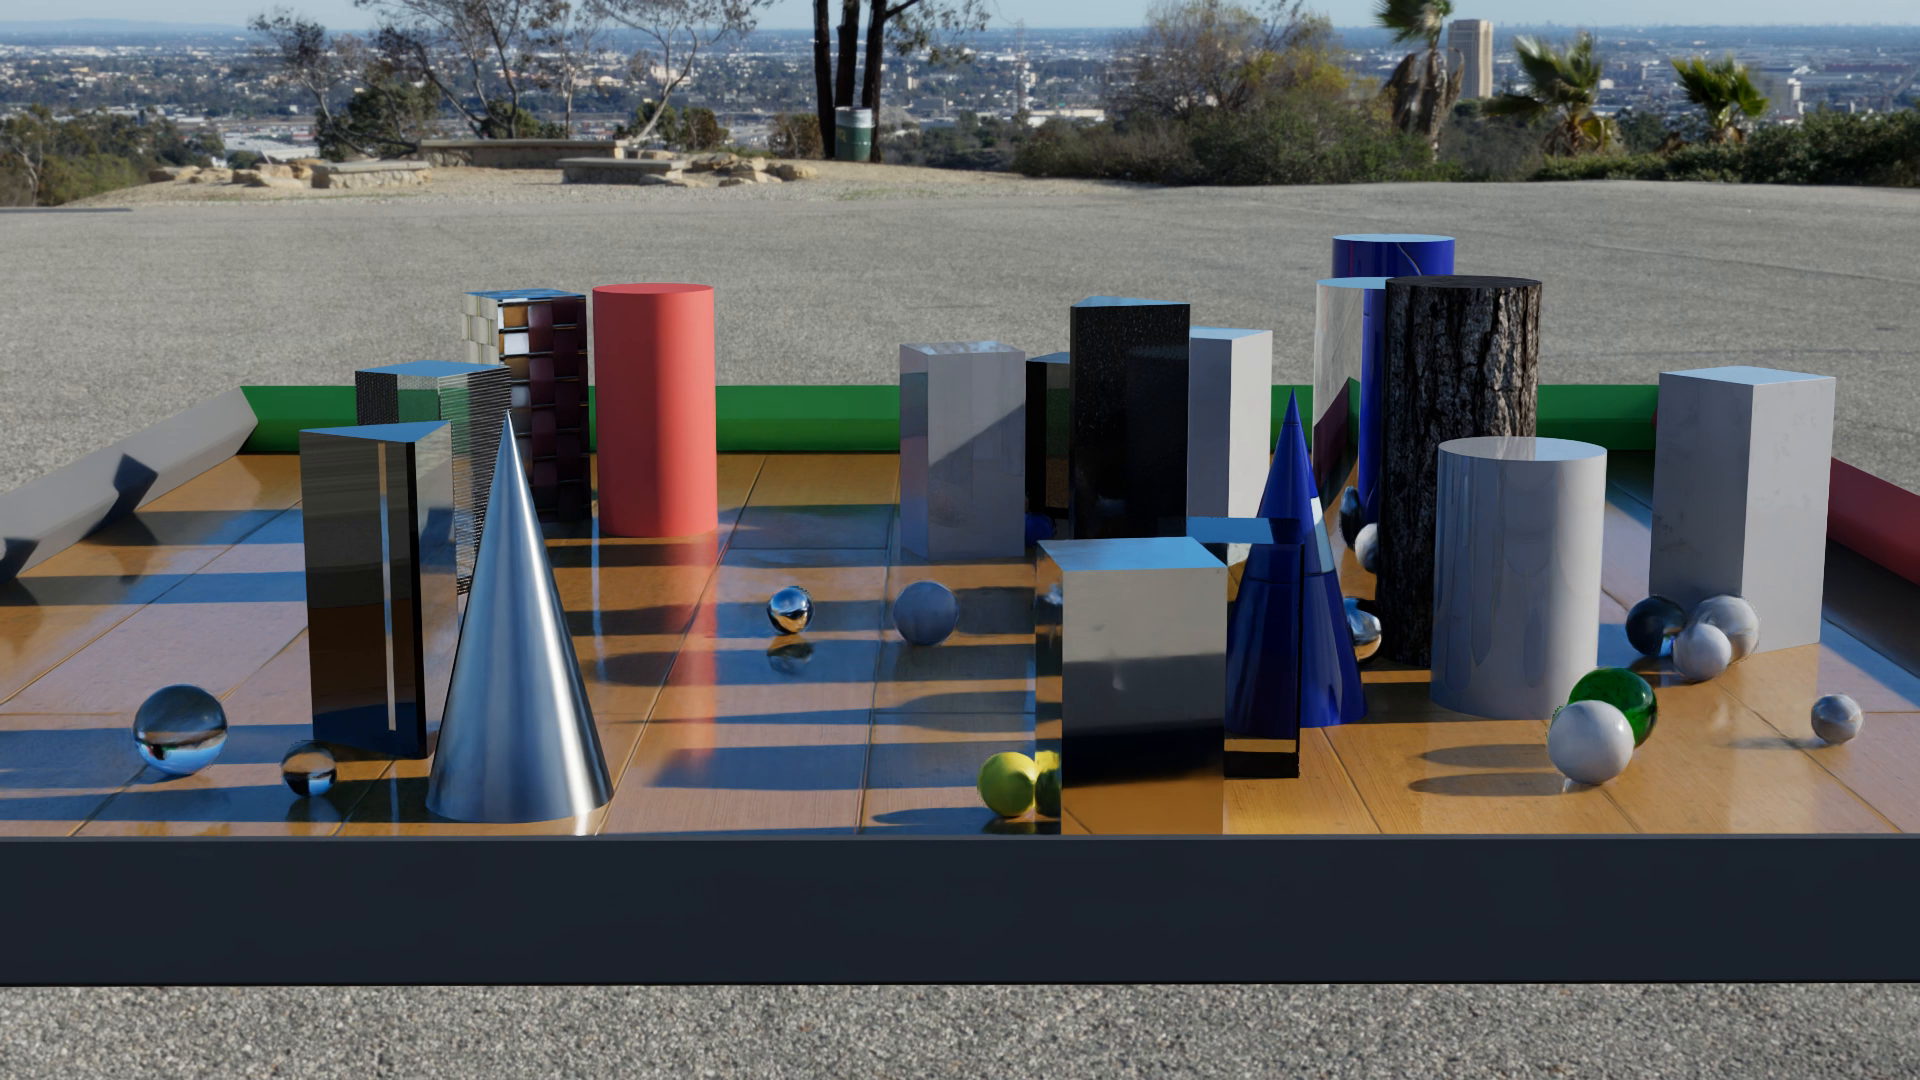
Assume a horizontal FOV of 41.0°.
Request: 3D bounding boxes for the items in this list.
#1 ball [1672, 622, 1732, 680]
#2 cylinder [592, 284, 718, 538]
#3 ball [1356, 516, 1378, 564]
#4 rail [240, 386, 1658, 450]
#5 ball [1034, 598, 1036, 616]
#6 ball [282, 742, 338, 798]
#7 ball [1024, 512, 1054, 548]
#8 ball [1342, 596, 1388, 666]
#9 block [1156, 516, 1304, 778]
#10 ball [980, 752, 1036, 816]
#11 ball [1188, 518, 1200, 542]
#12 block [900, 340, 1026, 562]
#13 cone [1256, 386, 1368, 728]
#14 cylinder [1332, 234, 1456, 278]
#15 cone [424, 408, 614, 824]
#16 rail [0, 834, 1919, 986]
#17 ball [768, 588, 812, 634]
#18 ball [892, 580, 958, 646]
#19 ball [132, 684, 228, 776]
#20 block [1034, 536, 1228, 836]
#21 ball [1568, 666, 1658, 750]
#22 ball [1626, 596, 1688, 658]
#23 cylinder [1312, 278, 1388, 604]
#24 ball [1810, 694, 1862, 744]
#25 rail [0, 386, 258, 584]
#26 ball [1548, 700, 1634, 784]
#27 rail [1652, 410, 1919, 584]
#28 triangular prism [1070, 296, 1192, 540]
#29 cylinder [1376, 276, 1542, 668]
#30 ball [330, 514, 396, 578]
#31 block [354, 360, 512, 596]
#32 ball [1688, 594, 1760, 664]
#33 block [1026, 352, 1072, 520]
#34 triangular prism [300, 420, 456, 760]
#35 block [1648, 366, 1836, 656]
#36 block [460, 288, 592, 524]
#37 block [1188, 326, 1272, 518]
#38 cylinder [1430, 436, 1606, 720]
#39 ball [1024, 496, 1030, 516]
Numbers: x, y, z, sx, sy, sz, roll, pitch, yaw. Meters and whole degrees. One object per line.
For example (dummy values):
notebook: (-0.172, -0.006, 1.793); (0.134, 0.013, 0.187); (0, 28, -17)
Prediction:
ball: (0.883, 0.133, 3.056); (0.069, 0.069, 0.069); (0, 11, 0)
cylinder: (-0.479, -0.207, 4.034); (0.188, 0.378, 0.188); (0, 11, 0)
ball: (0.615, 0.000, 3.756); (0.073, 0.073, 0.073); (0, 11, 0)
rail: (-0.008, -0.228, 4.837); (2.708, 0.122, 0.045); (0, 11, 0)
ball: (0.123, 0.088, 3.330); (0.057, 0.057, 0.057); (0, 11, 0)
ball: (-0.652, 0.230, 2.571); (0.055, 0.055, 0.055); (0, 11, 0)
ball: (0.116, -0.015, 3.887); (0.055, 0.055, 0.055); (0, 11, 0)
ball: (0.479, 0.112, 3.125); (0.085, 0.085, 0.085); (0, 11, 0)
block: (0.281, 0.110, 2.699); (0.150, 0.245, 0.150); (1, 11, 5)
ball: (0.050, 0.238, 2.507); (0.063, 0.063, 0.063); (0, 11, 0)
ball: (0.302, 0.002, 3.702); (0.088, 0.088, 0.088); (0, 11, 0)
block: (0.003, -0.136, 3.849); (0.150, 0.307, 0.150); (-3, 11, -17)
cone: (0.372, 0.010, 2.898); (0.188, 0.369, 0.188); (0, 11, 0)
cylinder: (0.671, -0.243, 4.010); (0.188, 0.457, 0.188); (0, 11, 0)
cone: (-0.442, 0.064, 2.540); (0.188, 0.394, 0.188); (0, 11, 0)
rail: (0.008, 0.290, 2.062); (2.708, 0.122, 0.045); (0, 11, 0)
ball: (-0.219, 0.091, 3.309); (0.058, 0.058, 0.058); (0, 11, 0)
ball: (-0.043, 0.092, 3.235); (0.083, 0.083, 0.083); (0, 11, 0)
ball: (-0.805, 0.196, 2.650); (0.094, 0.094, 0.094); (0, 11, 0)
block: (0.157, 0.149, 2.395); (0.150, 0.279, 0.150); (-1, 11, -7)
ball: (0.694, 0.181, 2.730); (0.094, 0.094, 0.094); (0, 11, 0)
ball: (0.862, 0.107, 3.175); (0.075, 0.075, 0.075); (0, 11, 0)
cylinder: (0.567, -0.126, 3.442); (0.188, 0.437, 0.188); (0, 11, 0)
ball: (0.948, 0.193, 2.774); (0.054, 0.054, 0.054); (0, 11, 0)
rail: (-1.330, 0.033, 3.442); (0.045, 0.122, 2.870); (0, 11, 0)
ball: (0.643, 0.206, 2.617); (0.087, 0.087, 0.087); (0, 11, 0)
rail: (1.330, 0.030, 3.457); (0.045, 0.122, 2.870); (0, 11, 0)
triangular prism: (0.202, -0.109, 3.404); (0.163, 0.417, 0.141); (-3, 11, -16)
cylinder: (0.612, -0.087, 3.164); (0.188, 0.462, 0.188); (0, 11, 0)
ball: (-0.850, 0.009, 3.655); (0.093, 0.093, 0.093); (0, 11, 0)
block: (-0.733, -0.089, 3.597); (0.150, 0.306, 0.150); (6, 12, 28)
ball: (0.934, 0.109, 3.138); (0.085, 0.085, 0.085); (0, 11, 0)
block: (0.199, -0.170, 4.180); (0.150, 0.252, 0.150); (6, 12, 29)
triangular prism: (-0.598, 0.047, 2.782); (0.163, 0.339, 0.141); (7, 12, 32)
block: (0.987, -0.041, 3.249); (0.150, 0.339, 0.150); (-7, 12, -32)
block: (-0.698, -0.216, 4.130); (0.150, 0.360, 0.150); (-7, 13, -32)
block: (0.368, -0.149, 3.864); (0.150, 0.327, 0.150); (6, 12, 29)
cylinder: (0.638, 0.040, 2.940); (0.188, 0.294, 0.188); (0, 11, 0)
ball: (0.077, -0.053, 4.059); (0.067, 0.067, 0.067); (0, 11, 0)
